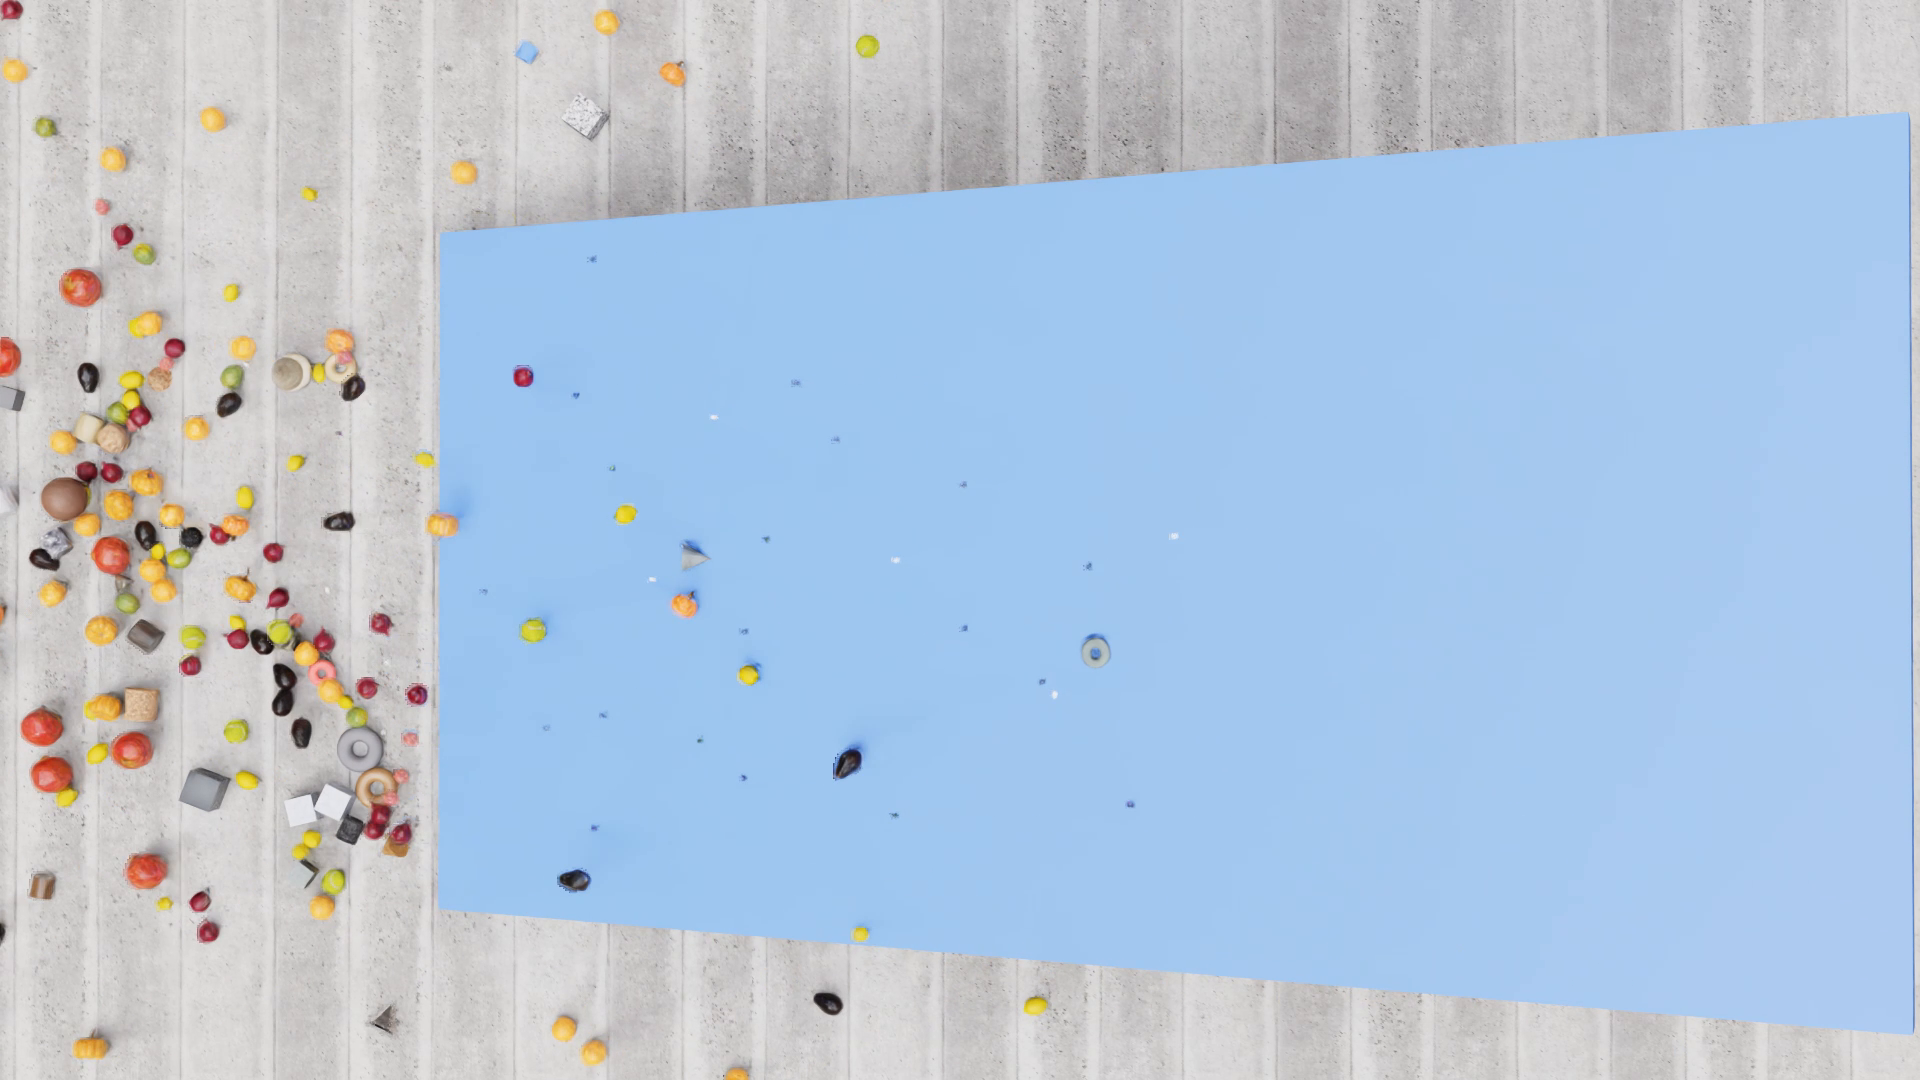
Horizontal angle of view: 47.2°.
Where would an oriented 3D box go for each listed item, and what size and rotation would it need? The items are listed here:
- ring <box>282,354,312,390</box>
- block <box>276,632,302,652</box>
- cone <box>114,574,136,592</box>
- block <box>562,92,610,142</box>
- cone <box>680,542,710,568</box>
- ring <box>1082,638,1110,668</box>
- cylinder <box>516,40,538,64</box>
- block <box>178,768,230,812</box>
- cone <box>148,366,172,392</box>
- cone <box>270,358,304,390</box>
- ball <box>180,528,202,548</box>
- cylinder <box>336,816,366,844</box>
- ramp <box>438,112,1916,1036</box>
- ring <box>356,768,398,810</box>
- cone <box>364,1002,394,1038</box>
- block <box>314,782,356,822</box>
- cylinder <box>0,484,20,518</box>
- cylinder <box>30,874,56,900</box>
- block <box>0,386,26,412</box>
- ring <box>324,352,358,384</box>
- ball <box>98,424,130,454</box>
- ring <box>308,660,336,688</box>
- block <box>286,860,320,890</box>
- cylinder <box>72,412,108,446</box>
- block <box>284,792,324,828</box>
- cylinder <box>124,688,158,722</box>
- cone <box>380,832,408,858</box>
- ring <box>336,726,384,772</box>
[{"bbox_3d":[-1.997,-0.503,6.584,0.113,0.038,0.113,0,90,1],"label":"ring"},{"bbox_3d":[-2.004,0.303,6.568,0.052,0.052,0.052,6,89,0],"label":"block"},{"bbox_3d":[-2.496,0.124,6.583,0.058,0.058,0.058,-5,89,-27],"label":"cone"},{"bbox_3d":[-1.118,-1.262,6.565,0.094,0.094,0.094,35,89,0],"label":"block"},{"bbox_3d":[-0.727,0.050,6.093,0.077,0.077,0.077,11,89,14],"label":"cone"},{"bbox_3d":[0.345,0.286,5.576,0.079,0.026,0.079,0,90,25],"label":"ring"},{"bbox_3d":[-1.296,-1.460,6.588,0.052,0.052,0.052,31,89,0],"label":"cylinder"},{"bbox_3d":[-2.247,0.742,6.541,0.096,0.096,0.096,21,89,0],"label":"block"},{"bbox_3d":[-2.402,-0.484,6.566,0.074,0.074,0.074,0,89,0],"label":"cone"},{"bbox_3d":[-2.011,-0.492,6.517,0.098,0.098,0.098,0,94,2],"label":"cone"},{"bbox_3d":[-2.294,-0.007,6.567,0.062,0.062,0.062,0,89,0],"label":"ball"},{"bbox_3d":[-1.817,0.865,6.555,0.065,0.065,0.065,26,89,0],"label":"cylinder"},{"bbox_3d":[0.281,0.081,5.679,4.000,0.100,2.000,0,89,26],"label":"ramp"},{"bbox_3d":[-1.742,0.742,6.568,0.127,0.042,0.127,0,89,-4],"label":"ring"},{"bbox_3d":[-1.711,1.421,6.561,0.094,0.094,0.094,24,63,0],"label":"cone"},{"bbox_3d":[-1.857,0.777,6.547,0.083,0.083,0.083,26,89,0],"label":"block"},{"bbox_3d":[-2.860,-0.113,6.559,0.078,0.078,0.078,-28,89,0],"label":"cylinder"},{"bbox_3d":[-2.734,1.033,6.553,0.062,0.062,0.062,12,91,0],"label":"cylinder"},{"bbox_3d":[-2.842,-0.424,6.571,0.062,0.062,0.062,15,89,0],"label":"block"},{"bbox_3d":[-1.854,-0.515,6.584,0.099,0.033,0.099,0,81,-1],"label":"ring"},{"bbox_3d":[-2.521,-0.301,6.550,0.090,0.090,0.090,0,89,0],"label":"ball"},{"bbox_3d":[-1.908,0.399,6.579,0.083,0.028,0.083,0,92,-1],"label":"ring"},{"bbox_3d":[-1.958,0.997,6.556,0.060,0.060,0.060,36,89,0],"label":"block"},{"bbox_3d":[-2.597,-0.333,6.563,0.076,0.076,0.076,23,82,0],"label":"cylinder"},{"bbox_3d":[-1.952,0.802,6.548,0.080,0.080,0.080,-14,89,0],"label":"block"},{"bbox_3d":[-2.437,0.490,6.547,0.091,0.091,0.091,5,89,0],"label":"cylinder"},{"bbox_3d":[-1.705,0.924,6.568,0.079,0.079,0.079,-27,89,25],"label":"cone"},{"bbox_3d":[-1.792,0.624,6.568,0.139,0.046,0.139,0,91,0],"label":"ring"}]
